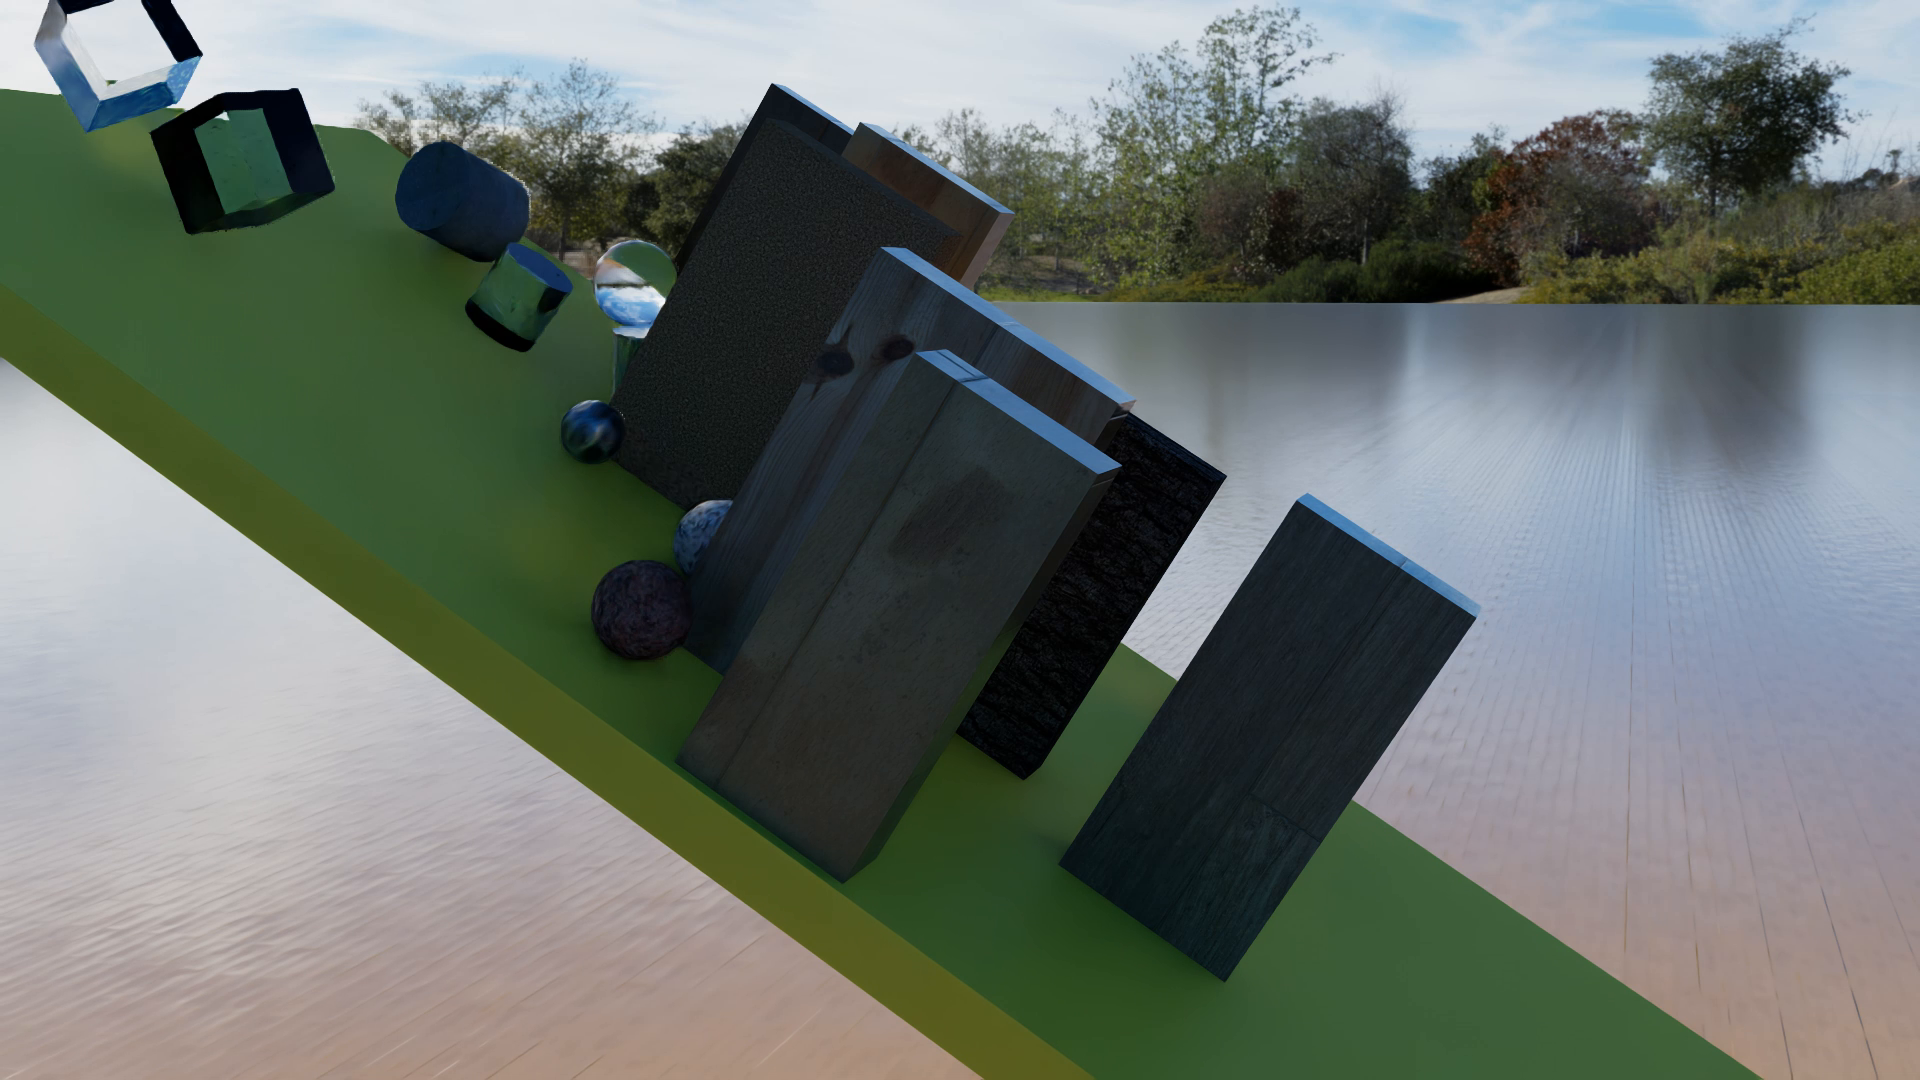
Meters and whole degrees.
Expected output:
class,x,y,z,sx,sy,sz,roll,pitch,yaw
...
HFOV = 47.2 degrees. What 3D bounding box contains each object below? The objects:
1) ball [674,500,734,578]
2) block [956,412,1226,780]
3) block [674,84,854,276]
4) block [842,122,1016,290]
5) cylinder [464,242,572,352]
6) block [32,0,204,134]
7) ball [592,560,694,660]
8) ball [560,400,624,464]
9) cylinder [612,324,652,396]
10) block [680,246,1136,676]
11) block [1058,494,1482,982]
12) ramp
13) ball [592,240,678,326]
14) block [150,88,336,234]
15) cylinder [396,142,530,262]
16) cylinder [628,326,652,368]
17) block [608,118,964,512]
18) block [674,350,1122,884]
class,x,y,z,sx,sy,sz,roll,pitch,yaw
ball,-0.420,0.010,3.852,0.163,0.163,0.163,0,7,0
block,0.120,0.041,3.892,0.416,0.633,0.115,34,15,11
block,-0.438,-0.598,4.736,0.301,0.696,0.081,34,15,11
block,-0.234,-0.417,4.421,0.337,0.762,0.112,34,15,11
cylinder,-0.904,-0.497,4.506,0.158,0.158,0.158,36,16,-12
block,-1.587,-0.924,4.143,0.195,0.195,0.195,-31,1,-37
ball,-0.491,0.108,3.403,0.157,0.157,0.157,0,7,0
ball,-0.684,-0.200,4.094,0.119,0.119,0.119,0,7,0
cylinder,-0.599,-0.322,4.383,0.187,0.187,0.187,3,14,-1
block,-0.107,-0.036,3.510,0.448,0.728,0.126,34,15,11
block,0.495,0.320,3.557,0.329,0.723,0.123,34,15,11
ramp,-0.152,0.252,4.112,4.000,0.100,2.000,34,15,11
ball,-0.691,-0.545,4.681,0.183,0.183,0.183,0,7,0
block,-1.325,-0.700,4.066,0.197,0.197,0.197,-18,4,31
cylinder,-1.083,-0.735,4.796,0.203,0.203,0.203,4,-12,29
cylinder,-0.583,-0.359,4.603,0.195,0.195,0.195,0,2,0
block,-0.353,-0.374,4.142,0.409,0.714,0.108,34,15,11
block,-0.093,0.108,3.128,0.304,0.698,0.144,34,15,11
